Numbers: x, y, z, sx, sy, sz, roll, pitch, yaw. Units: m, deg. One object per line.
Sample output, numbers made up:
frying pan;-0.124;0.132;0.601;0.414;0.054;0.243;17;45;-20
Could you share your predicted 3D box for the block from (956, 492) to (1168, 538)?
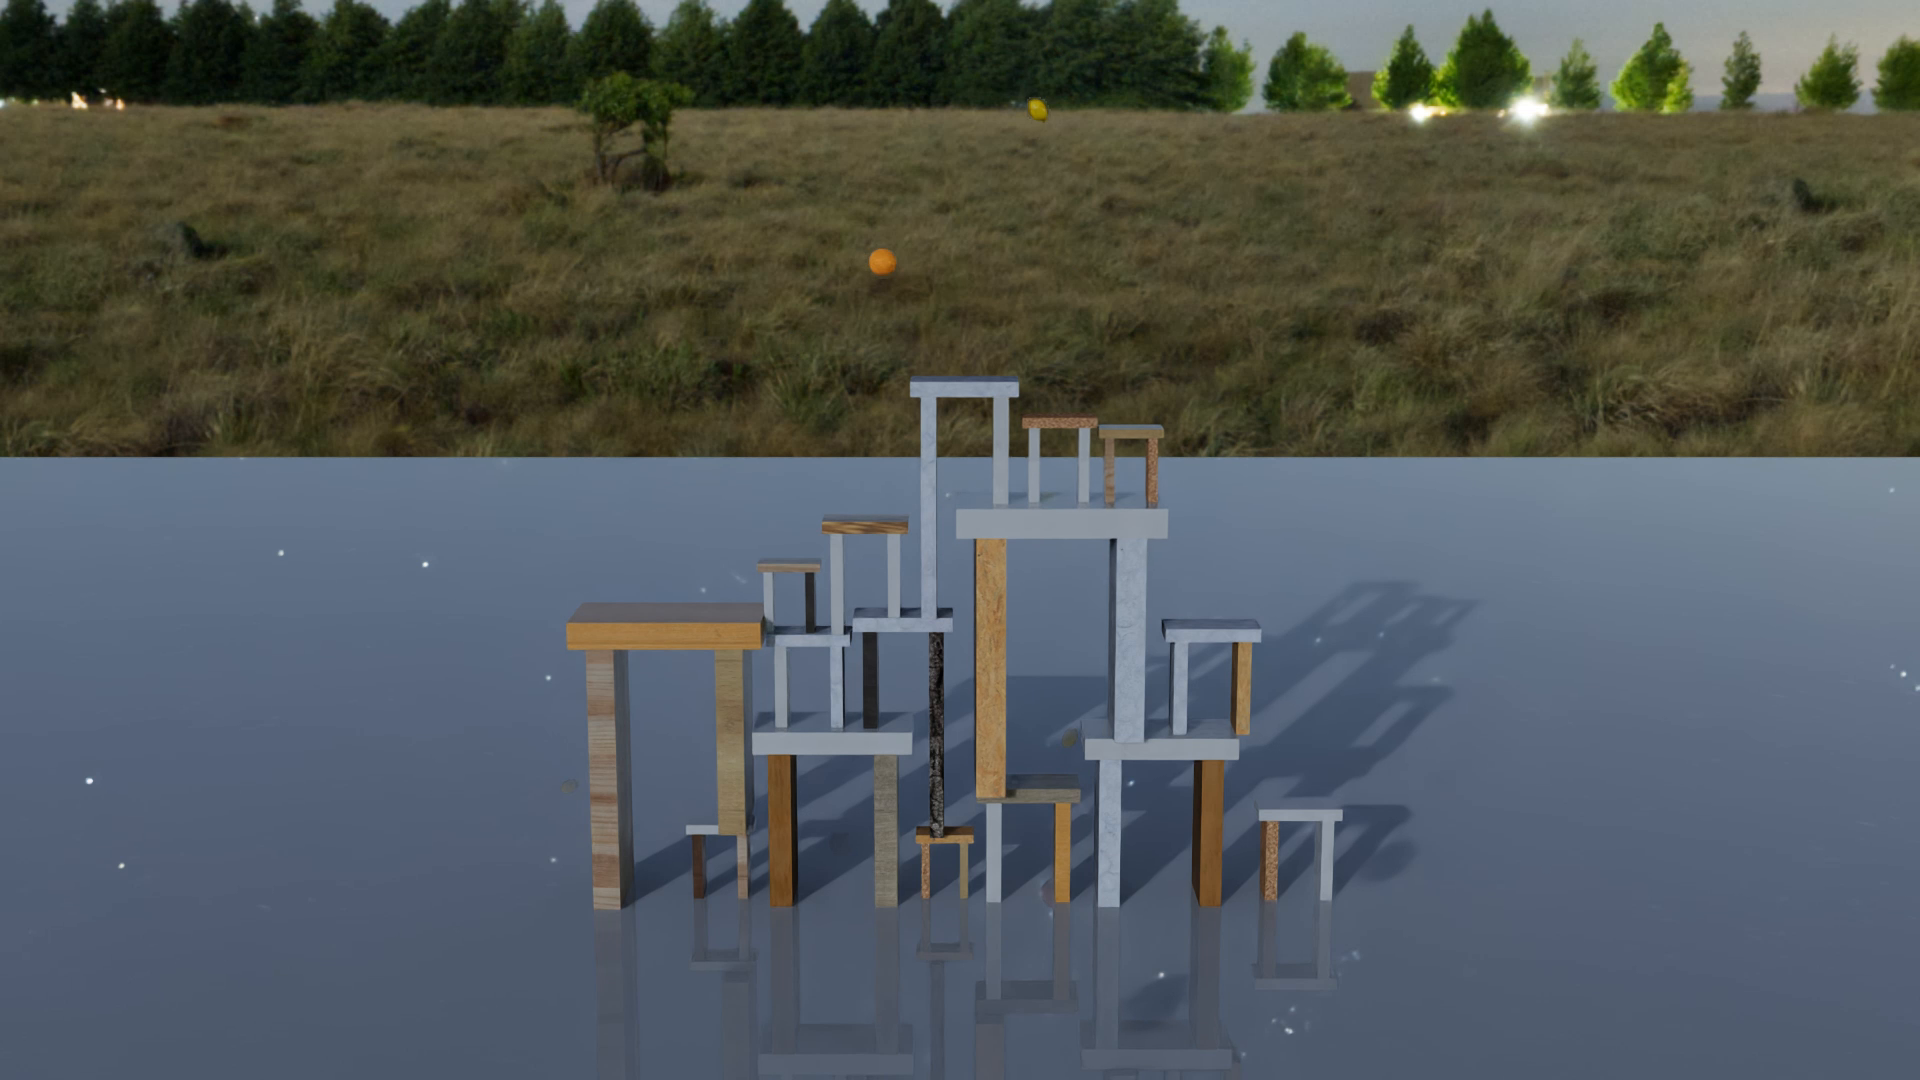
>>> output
block;0.160;-0.041;3.548;0.334;0.047;0.167;0;11;0

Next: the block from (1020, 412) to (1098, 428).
block;0.158;-0.191;3.528;0.120;0.017;0.060;0;11;-1

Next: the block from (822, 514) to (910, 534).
block;-0.152;-0.026;3.555;0.138;0.020;0.069;0;11;0

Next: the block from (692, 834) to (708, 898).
block;-0.434;0.535;3.663;0.016;0.111;0.055;0;11;0

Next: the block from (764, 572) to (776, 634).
block;-0.310;0.097;3.581;0.014;0.101;0.050;0;11;0

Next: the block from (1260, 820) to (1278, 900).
block;0.514;0.522;3.658;0.019;0.137;0.068;0;11;0

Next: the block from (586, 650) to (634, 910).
block;-0.576;0.376;3.630;0.044;0.436;0.155;0;11;0

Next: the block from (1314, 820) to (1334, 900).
block;0.605;0.522;3.658;0.019;0.137;0.068;0;11;0

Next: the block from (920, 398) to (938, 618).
block;-0.050;-0.057;3.549;0.024;0.359;0.086;0;11;0

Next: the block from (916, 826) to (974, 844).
block;-0.025;0.489;3.652;0.095;0.014;0.048;0;11;0

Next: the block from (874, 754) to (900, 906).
block;-0.121;0.463;3.647;0.037;0.258;0.129;0;11;0

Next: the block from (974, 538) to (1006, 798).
block;0.048;0.191;3.590;0.047;0.424;0.167;0;11;-1

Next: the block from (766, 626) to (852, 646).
block;-0.246;0.157;3.589;0.136;0.019;0.068;0;11;0

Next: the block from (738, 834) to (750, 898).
block;-0.360;0.535;3.663;0.016;0.111;0.055;0;11;0

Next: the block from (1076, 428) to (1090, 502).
block;0.198;-0.124;3.541;0.017;0.120;0.060;0;11;0

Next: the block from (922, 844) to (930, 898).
block;-0.057;0.543;3.661;0.014;0.095;0.048;0;11;0

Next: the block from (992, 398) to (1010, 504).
block;0.065;-0.149;3.530;0.024;0.172;0.086;0;11;0

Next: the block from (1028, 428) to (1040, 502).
block;0.118;-0.124;3.540;0.017;0.120;0.060;0;11;0

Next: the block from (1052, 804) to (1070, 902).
block;0.169;0.507;3.653;0.024;0.170;0.085;0;11;0

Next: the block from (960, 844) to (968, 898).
block;0.007;0.543;3.661;0.014;0.095;0.048;0;11;0

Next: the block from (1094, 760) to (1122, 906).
block;0.244;0.468;3.646;0.035;0.249;0.125;0;11;0

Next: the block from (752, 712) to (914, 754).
block;-0.207;0.318;3.620;0.258;0.037;0.129;0;11;0

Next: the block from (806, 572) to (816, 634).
block;-0.243;0.097;3.581;0.014;0.101;0.050;0;11;0

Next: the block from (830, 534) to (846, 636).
block;-0.198;0.066;3.572;0.020;0.166;0.069;0;11;0

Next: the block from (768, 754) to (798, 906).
block;-0.293;0.463;3.647;0.037;0.258;0.129;0;11;0

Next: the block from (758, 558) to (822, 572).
block;-0.276;0.041;3.571;0.101;0.014;0.050;0;11;0

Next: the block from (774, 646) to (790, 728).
block;-0.291;0.233;3.603;0.019;0.136;0.068;0;11;0

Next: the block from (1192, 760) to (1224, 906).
block;0.410;0.468;3.646;0.035;0.249;0.125;0;11;0

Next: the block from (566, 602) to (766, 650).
block;-0.473;0.140;3.587;0.310;0.044;0.155;0;11;0

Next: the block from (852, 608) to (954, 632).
block;-0.092;0.130;3.586;0.161;0.023;0.081;0;11;0

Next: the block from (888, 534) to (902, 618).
block;-0.106;0.051;3.569;0.020;0.138;0.069;0;11;0

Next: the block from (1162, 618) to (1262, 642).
block;0.410;0.148;3.589;0.154;0.022;0.077;0;11;0

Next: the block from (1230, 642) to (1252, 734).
block;0.461;0.234;3.605;0.022;0.154;0.077;0;11;0

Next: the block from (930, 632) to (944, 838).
block;-0.038;0.312;3.619;0.023;0.347;0.081;0;11;0

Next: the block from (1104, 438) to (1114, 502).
block;0.240;-0.116;3.539;0.015;0.103;0.052;-1;11;0

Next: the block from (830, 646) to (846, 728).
block;-0.200;0.233;3.603;0.019;0.136;0.068;0;11;0

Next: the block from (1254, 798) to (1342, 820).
block;0.560;0.446;3.644;0.137;0.019;0.068;0;11;0

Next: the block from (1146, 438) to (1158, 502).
block;0.309;-0.116;3.539;0.015;0.104;0.052;-1;11;0

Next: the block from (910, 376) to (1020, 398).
block;0.007;-0.245;3.512;0.172;0.024;0.086;0;11;0

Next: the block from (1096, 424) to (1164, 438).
block;0.273;-0.174;3.529;0.104;0.015;0.052;0;11;0

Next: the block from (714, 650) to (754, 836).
block;-0.370;0.313;3.619;0.044;0.310;0.155;0;10;0

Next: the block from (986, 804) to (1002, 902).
block;0.056;0.506;3.655;0.024;0.170;0.085;0;11;0

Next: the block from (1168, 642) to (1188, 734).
block;0.358;0.234;3.605;0.022;0.154;0.077;0;11;0

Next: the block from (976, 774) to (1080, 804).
block;0.112;0.411;3.635;0.170;0.024;0.085;0;11;0

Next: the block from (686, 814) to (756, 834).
block;-0.396;0.473;3.652;0.111;0.016;0.055;0;10;-1

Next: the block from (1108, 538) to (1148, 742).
block;0.272;0.147;3.583;0.047;0.334;0.167;0;11;0

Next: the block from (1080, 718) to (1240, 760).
block;0.327;0.328;3.620;0.249;0.035;0.125;0;11;0

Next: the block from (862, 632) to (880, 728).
block;-0.146;0.220;3.602;0.023;0.161;0.081;0;11;0
